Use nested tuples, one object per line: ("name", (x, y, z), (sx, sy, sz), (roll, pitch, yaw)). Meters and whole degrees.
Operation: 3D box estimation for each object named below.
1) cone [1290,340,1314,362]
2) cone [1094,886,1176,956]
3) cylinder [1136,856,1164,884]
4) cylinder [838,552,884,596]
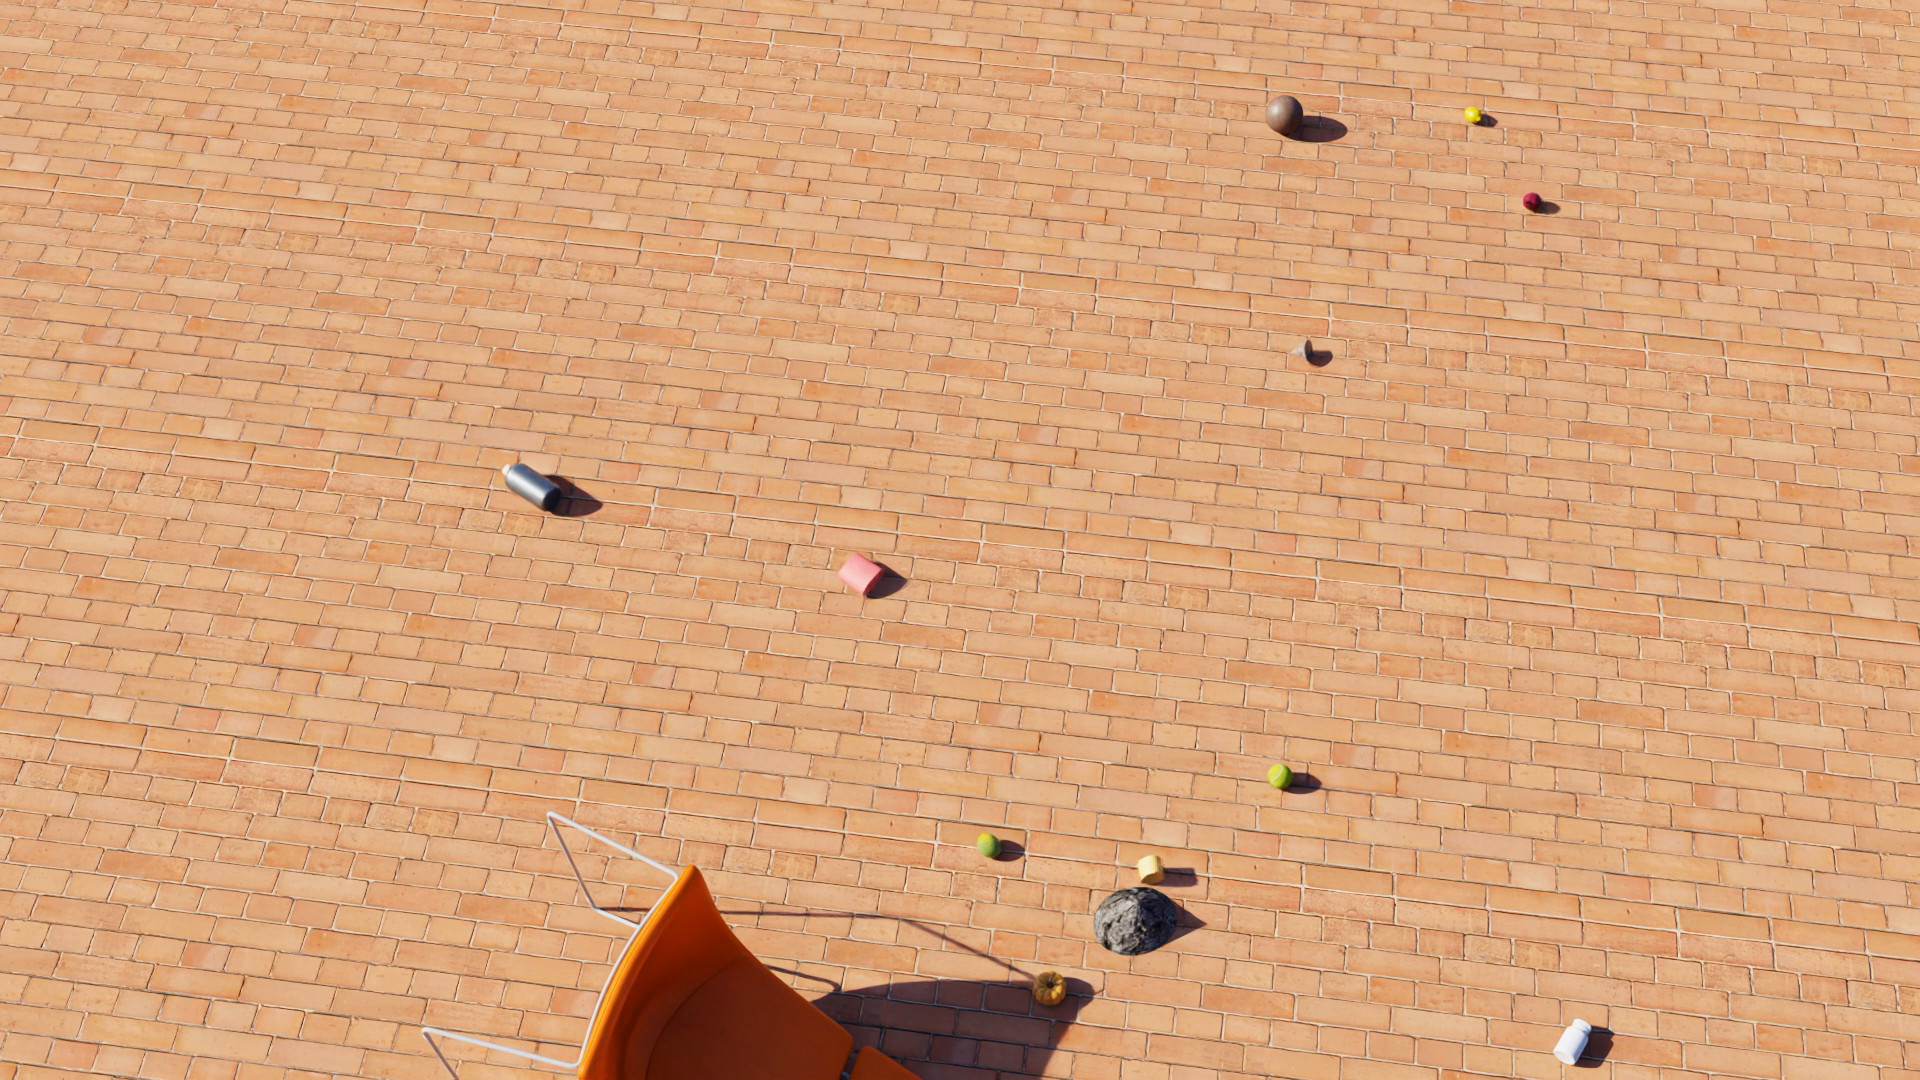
("cone", (1.072, -0.594, 6.954), (0.065, 0.066, 0.076), (-4, 47, 34))
("cone", (0.469, 0.987, 5.839), (0.232, 0.121, 0.194), (-19, 58, -13))
("cylinder", (0.514, 0.891, 5.932), (0.060, 0.074, 0.050), (-1, 63, -28))
("cylinder", (-0.293, 0.101, 6.475), (0.097, 0.051, 0.099), (34, 72, 20))
